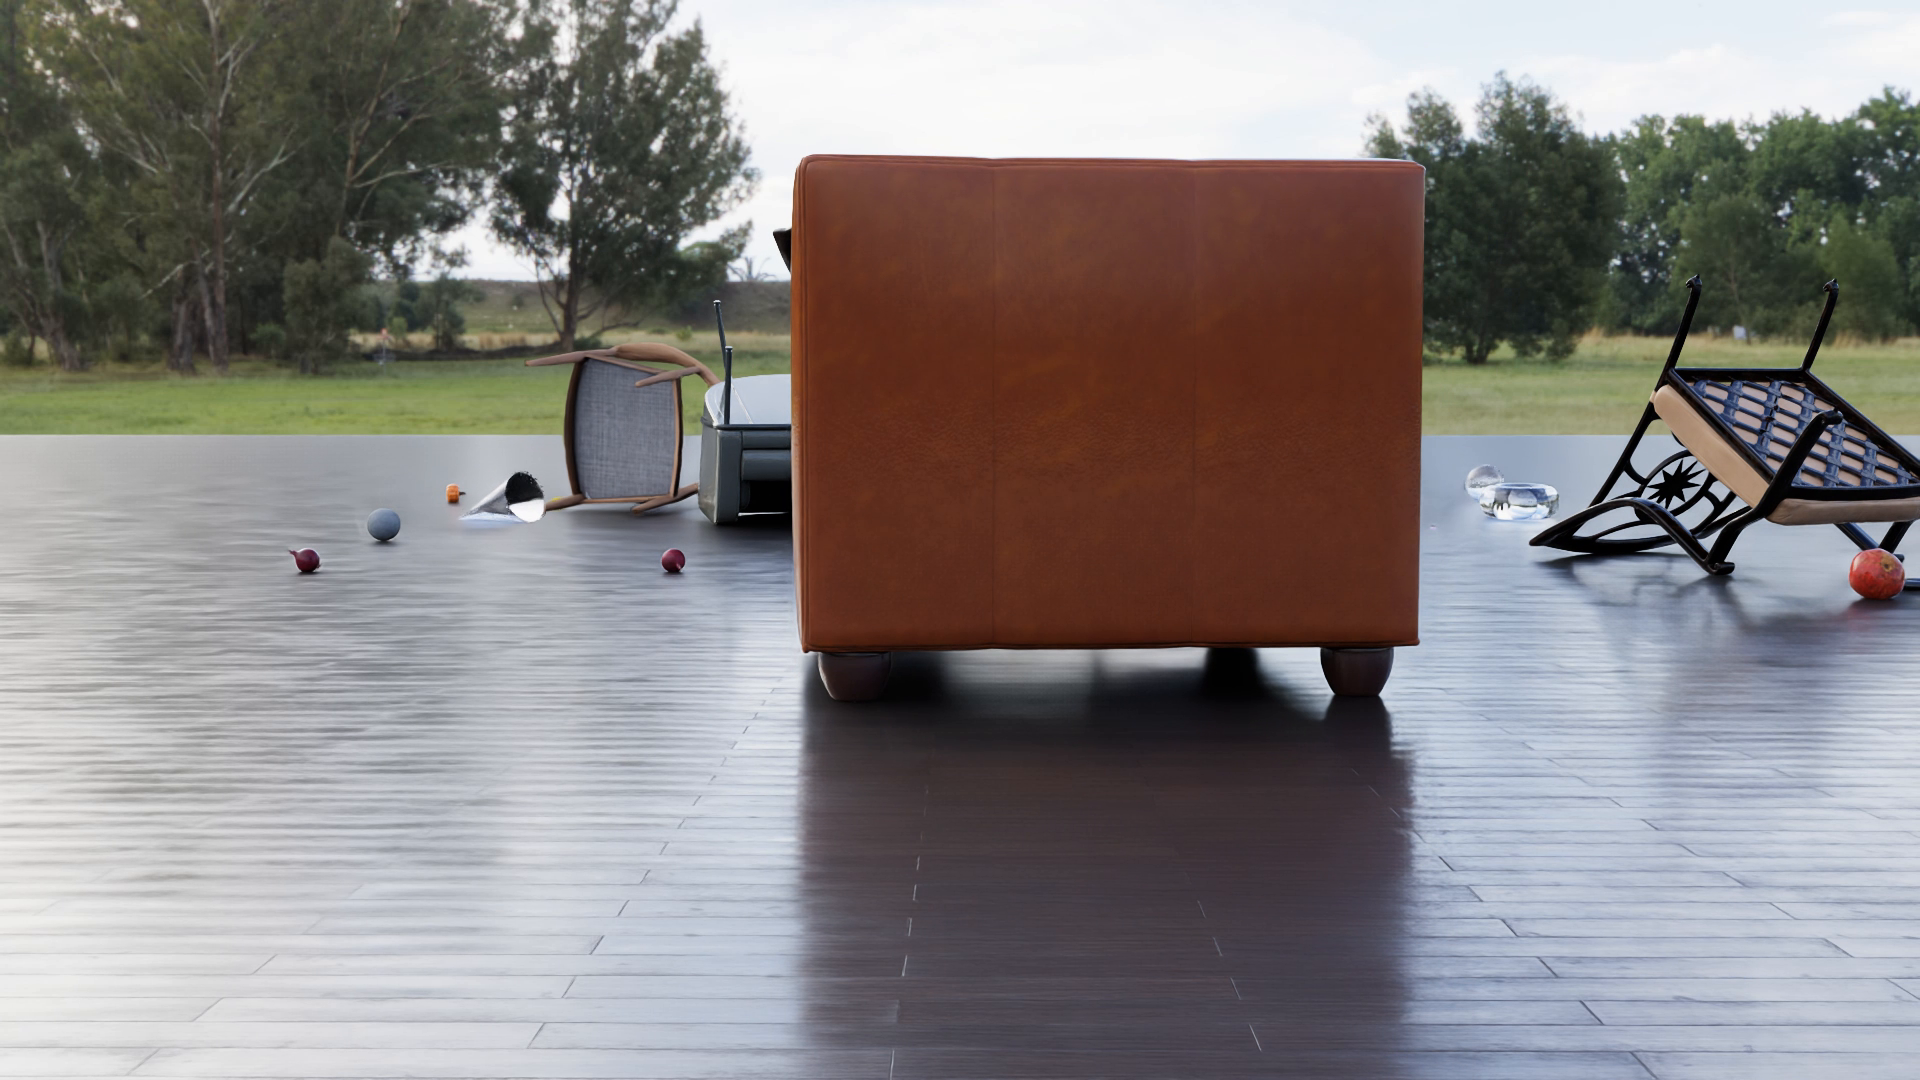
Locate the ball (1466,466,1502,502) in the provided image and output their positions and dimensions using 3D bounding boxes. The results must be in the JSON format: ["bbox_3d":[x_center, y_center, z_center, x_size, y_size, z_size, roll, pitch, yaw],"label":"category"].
[{"bbox_3d":[2.081,-0.221,8.731,0.142,0.142,0.142,0,4,0],"label":"ball"}]

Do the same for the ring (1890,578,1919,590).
[{"bbox_3d":[2.163,0.100,4.942,0.167,0.021,0.102,-1,5,-21],"label":"ring"}]

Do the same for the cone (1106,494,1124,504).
[{"bbox_3d":[0.592,-0.150,8.570,0.079,0.047,0.047,8,35,36],"label":"cone"}]

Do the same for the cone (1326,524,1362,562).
[{"bbox_3d":[1.013,0.003,5.796,0.089,0.097,0.122,-1,4,-13],"label":"cone"}]

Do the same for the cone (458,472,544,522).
[{"bbox_3d":[-1.598,-0.107,7.501,0.322,0.173,0.181,-15,-11,32],"label":"cone"}]

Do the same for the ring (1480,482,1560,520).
[{"bbox_3d":[1.959,-0.135,7.697,0.266,0.114,0.357,4,6,28],"label":"ring"}]

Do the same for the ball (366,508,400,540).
[{"bbox_3d":[-1.707,-0.046,6.512,0.097,0.097,0.097,0,4,0],"label":"ball"}]
